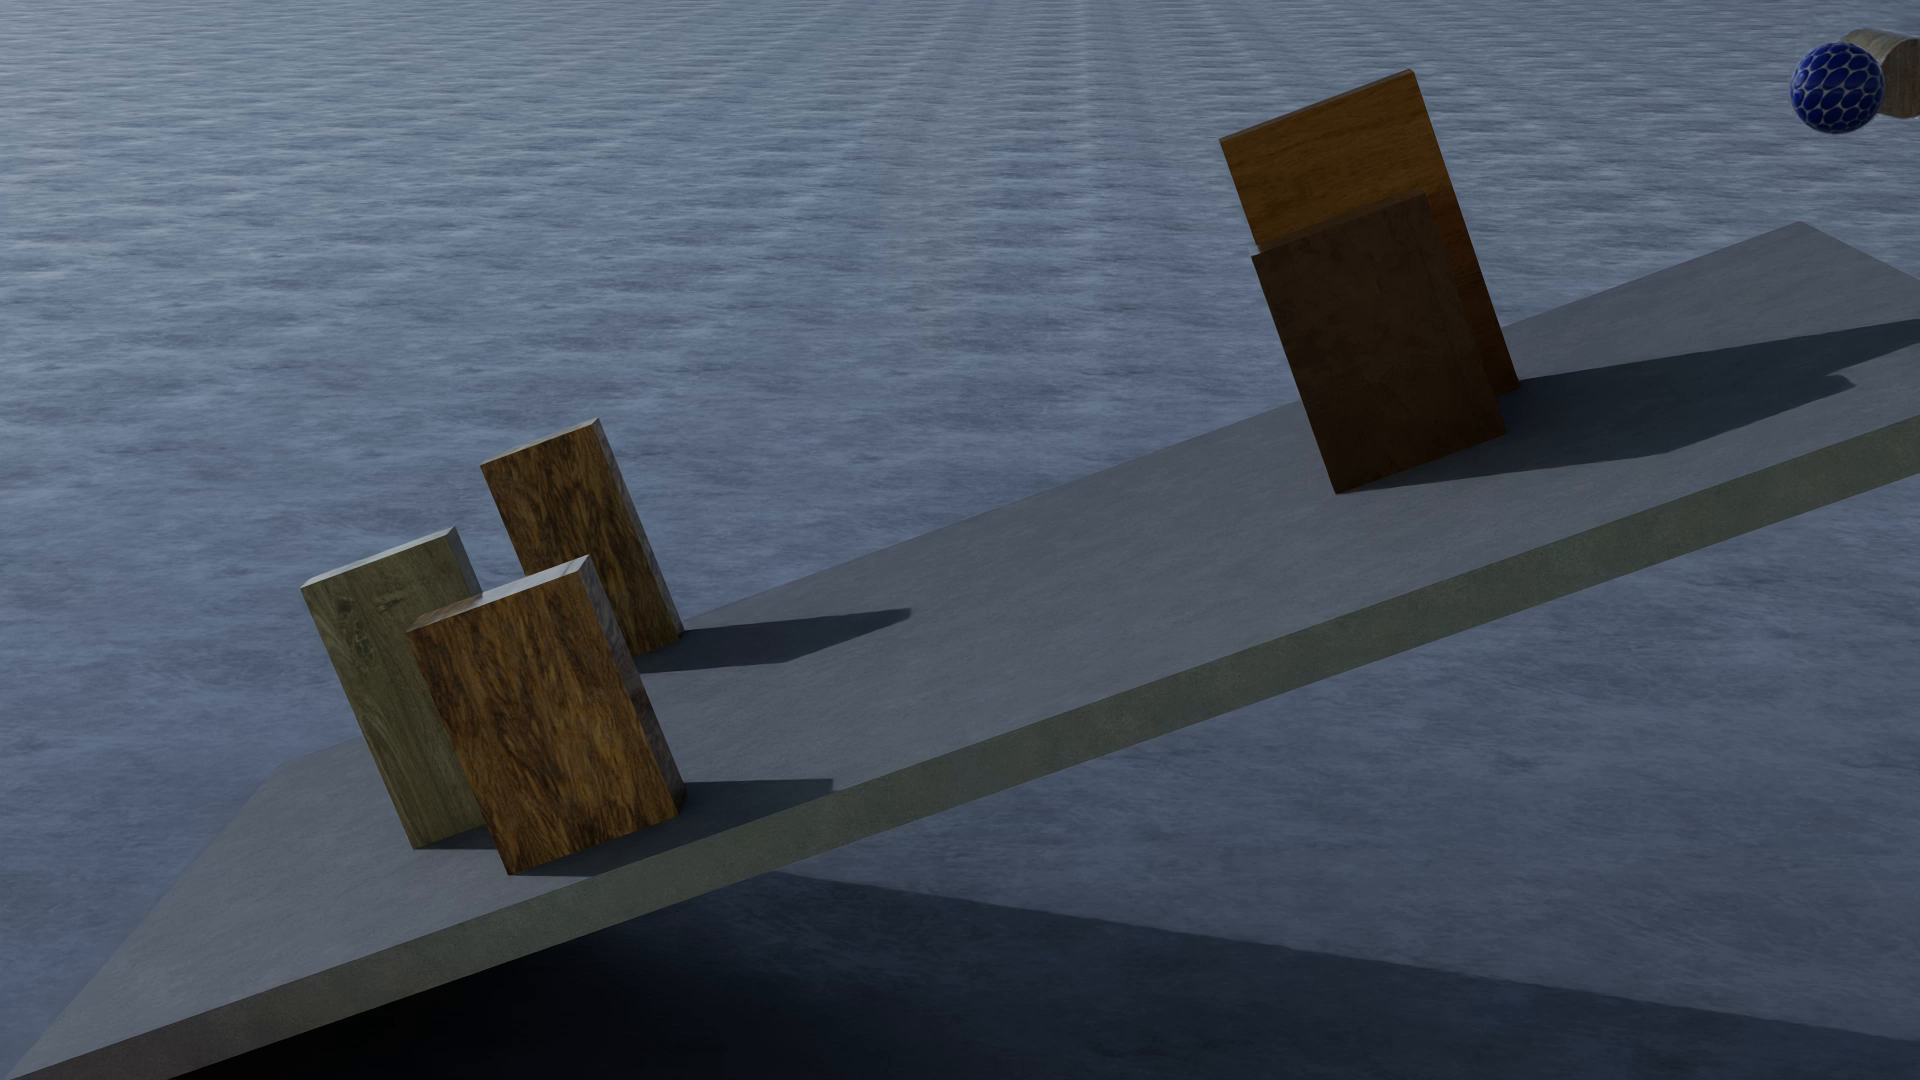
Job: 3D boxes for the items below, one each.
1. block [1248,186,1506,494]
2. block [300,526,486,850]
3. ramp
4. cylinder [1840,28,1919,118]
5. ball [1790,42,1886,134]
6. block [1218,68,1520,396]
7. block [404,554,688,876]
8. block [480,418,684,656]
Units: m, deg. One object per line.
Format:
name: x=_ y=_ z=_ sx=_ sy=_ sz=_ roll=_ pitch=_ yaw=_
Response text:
block: x=0.865 y=-0.413 z=6.104 sx=0.373 sy=0.530 sz=0.127 roll=-20 pitch=12 yaw=7
block: x=-1.086 y=0.306 z=6.072 sx=0.325 sy=0.595 sz=0.086 roll=-20 pitch=12 yaw=7
ramp: x=0.117 y=0.176 z=6.296 sx=4.000 sy=0.100 sz=2.000 roll=-20 pitch=12 yaw=7
cylinder: x=1.893 y=-0.955 z=6.013 sx=0.162 sy=0.162 sz=0.162 roll=-5 pitch=18 yaw=-20
ball: x=1.673 y=-0.862 z=5.610 sx=0.175 sy=0.175 sz=0.175 roll=0 pitch=13 yaw=0
block: x=0.895 y=-0.604 z=6.427 sx=0.436 sy=0.730 sz=0.088 roll=-20 pitch=12 yaw=7
block: x=-0.786 y=0.335 z=5.625 sx=0.353 sy=0.510 sz=0.136 roll=-20 pitch=12 yaw=7
block: x=-0.915 y=0.021 z=7.151 sx=0.292 sy=0.569 sz=0.096 roll=-20 pitch=12 yaw=7
